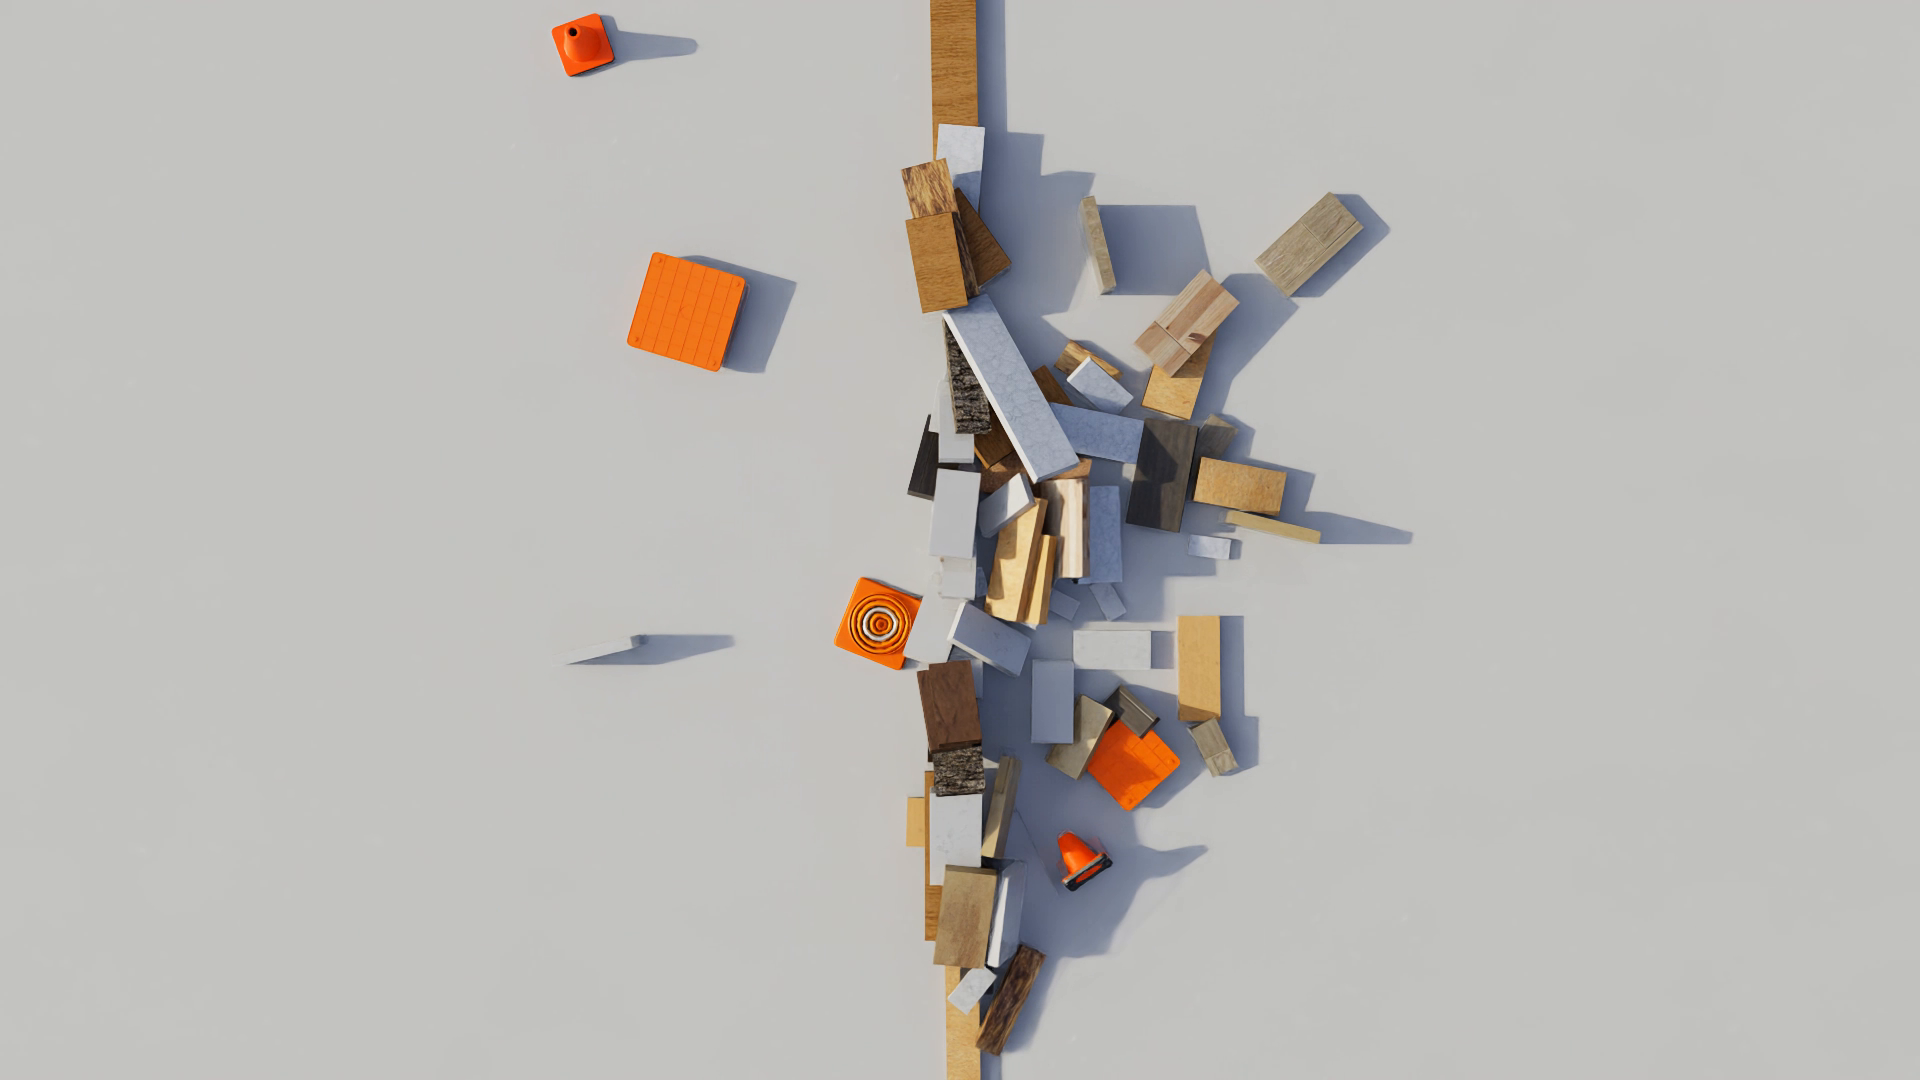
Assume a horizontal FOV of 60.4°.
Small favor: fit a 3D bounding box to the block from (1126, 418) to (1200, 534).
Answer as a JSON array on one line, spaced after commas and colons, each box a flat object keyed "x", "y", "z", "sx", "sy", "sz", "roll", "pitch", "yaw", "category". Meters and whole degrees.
[{"x": 0.670, "y": -0.214, "z": 5.456, "sx": 0.177, "sy": 0.050, "sz": 0.354, "roll": 11, "pitch": 90, "yaw": 13, "category": "block"}]

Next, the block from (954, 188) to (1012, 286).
[{"x": 0.022, "y": -0.988, "z": 5.410, "sx": 0.150, "sy": 0.042, "sz": 0.300, "roll": -35, "pitch": 101, "yaw": 9, "category": "block"}]

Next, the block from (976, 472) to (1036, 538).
[{"x": 0.145, "y": -0.112, "z": 5.399, "sx": 0.225, "sy": 0.032, "sz": 0.112, "roll": -37, "pitch": 58, "yaw": 35, "category": "block"}]

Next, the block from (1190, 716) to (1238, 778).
[{"x": 0.841, "y": 0.686, "z": 5.467, "sx": 0.091, "sy": 0.026, "sz": 0.183, "roll": -25, "pitch": 101, "yaw": 5, "category": "block"}]

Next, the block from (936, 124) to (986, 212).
[{"x": -0.005, "y": -1.210, "z": 5.436, "sx": 0.151, "sy": 0.043, "sz": 0.302, "roll": 5, "pitch": 90, "yaw": 0, "category": "block"}]

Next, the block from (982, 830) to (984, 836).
[{"x": -0.003, "y": 0.940, "z": 5.455, "sx": 0.161, "sy": 0.023, "sz": 0.081, "roll": 44, "pitch": 91, "yaw": 1, "category": "block"}]

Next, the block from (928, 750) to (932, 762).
[{"x": -0.023, "y": 0.575, "z": 5.400, "sx": 0.157, "sy": 0.045, "sz": 0.315, "roll": 1, "pitch": 59, "yaw": 0, "category": "block"}]

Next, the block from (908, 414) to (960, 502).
[{"x": -0.071, "y": -0.266, "z": 5.431, "sx": 0.140, "sy": 0.040, "sz": 0.281, "roll": 14, "pitch": 69, "yaw": 0, "category": "block"}]

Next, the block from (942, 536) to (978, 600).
[{"x": -0.001, "y": 0.089, "z": 5.378, "sx": 0.106, "sy": 0.030, "sz": 0.212, "roll": 3, "pitch": 71, "yaw": 0, "category": "block"}]

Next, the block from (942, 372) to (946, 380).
[{"x": -0.028, "y": -0.466, "z": 5.466, "sx": 0.085, "sy": 0.024, "sz": 0.169, "roll": 12, "pitch": 75, "yaw": -1, "category": "block"}]

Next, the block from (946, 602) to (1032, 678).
[{"x": 0.097, "y": 0.328, "z": 5.407, "sx": 0.273, "sy": 0.039, "sz": 0.136, "roll": 31, "pitch": 63, "yaw": -21, "category": "block"}]

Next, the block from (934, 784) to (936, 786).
[{"x": -0.036, "y": 0.732, "z": 5.405, "sx": 0.095, "sy": 0.027, "sz": 0.191, "roll": 1, "pitch": 46, "yaw": 0, "category": "block"}]

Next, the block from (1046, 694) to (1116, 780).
[{"x": 0.398, "y": 0.652, "z": 5.454, "sx": 0.127, "sy": 0.036, "sz": 0.255, "roll": 27, "pitch": 90, "yaw": 28, "category": "block"}]

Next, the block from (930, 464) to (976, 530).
[{"x": -0.022, "y": -0.116, "z": 5.422, "sx": 0.140, "sy": 0.040, "sz": 0.281, "roll": 2, "pitch": 65, "yaw": 0, "category": "block"}]

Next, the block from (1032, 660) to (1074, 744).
[{"x": 0.306, "y": 0.536, "z": 5.452, "sx": 0.135, "sy": 0.038, "sz": 0.270, "roll": 1, "pitch": 77, "yaw": 0, "category": "block"}]

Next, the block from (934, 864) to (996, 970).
[{"x": 0.015, "y": 1.220, "z": 5.337, "sx": 0.165, "sy": 0.047, "sz": 0.330, "roll": 7, "pitch": 103, "yaw": -3, "category": "block"}]

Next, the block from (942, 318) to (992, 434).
[{"x": 0.020, "y": -0.541, "z": 5.391, "sx": 0.113, "sy": 0.032, "sz": 0.418, "roll": -1, "pitch": 66, "yaw": -15, "category": "block"}]

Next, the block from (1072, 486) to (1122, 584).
[{"x": 0.448, "y": -0.018, "z": 5.438, "sx": 0.159, "sy": 0.045, "sz": 0.318, "roll": -2, "pitch": 91, "yaw": -19, "category": "block"}]

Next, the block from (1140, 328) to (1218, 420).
[{"x": 0.730, "y": -0.581, "z": 5.477, "sx": 0.165, "sy": 0.047, "sz": 0.330, "roll": 17, "pitch": 90, "yaw": 0, "category": "block"}]

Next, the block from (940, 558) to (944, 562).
[{"x": -0.009, "y": -0.032, "z": 5.451, "sx": 0.106, "sy": 0.030, "sz": 0.212, "roll": 2, "pitch": 71, "yaw": 0, "category": "block"}]

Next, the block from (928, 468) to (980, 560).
[{"x": -0.017, "y": -0.083, "z": 5.336, "sx": 0.140, "sy": 0.040, "sz": 0.281, "roll": 6, "pitch": 82, "yaw": 0, "category": "block"}]

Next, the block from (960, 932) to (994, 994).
[{"x": 0.055, "y": 1.387, "z": 5.453, "sx": 0.111, "sy": 0.031, "sz": 0.222, "roll": 0, "pitch": 90, "yaw": 0, "category": "block"}]

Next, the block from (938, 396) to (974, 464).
[{"x": -0.012, "y": -0.358, "z": 5.347, "sx": 0.112, "sy": 0.032, "sz": 0.225, "roll": 1, "pitch": 66, "yaw": -3, "category": "block"}]

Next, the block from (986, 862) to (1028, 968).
[{"x": 0.152, "y": 1.224, "z": 5.396, "sx": 0.043, "sy": 0.153, "sz": 0.307, "roll": 11, "pitch": 101, "yaw": 25, "category": "block"}]

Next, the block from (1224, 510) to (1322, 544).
[{"x": 1.027, "y": -0.041, "z": 5.427, "sx": 0.292, "sy": 0.146, "sz": 0.041, "roll": 14, "pitch": 90, "yaw": 0, "category": "block"}]

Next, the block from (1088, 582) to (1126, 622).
[{"x": 0.491, "y": 0.196, "z": 5.490, "sx": 0.068, "sy": 0.019, "sz": 0.137, "roll": -30, "pitch": 90, "yaw": 0, "category": "block"}]

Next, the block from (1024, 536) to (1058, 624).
[{"x": 0.233, "y": 0.126, "z": 5.386, "sx": 0.144, "sy": 0.041, "sz": 0.288, "roll": 5, "pitch": 86, "yaw": 43, "category": "block"}]

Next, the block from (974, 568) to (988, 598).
[{"x": 0.064, "y": 0.141, "z": 5.451, "sx": 0.047, "sy": 0.013, "sz": 0.094, "roll": -16, "pitch": 77, "yaw": -7, "category": "block"}]

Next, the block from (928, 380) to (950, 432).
[{"x": -0.046, "y": -0.434, "z": 5.420, "sx": 0.085, "sy": 0.024, "sz": 0.169, "roll": 11, "pitch": 91, "yaw": -1, "category": "block"}]

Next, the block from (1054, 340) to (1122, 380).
[{"x": 0.427, "y": -0.566, "z": 5.485, "sx": 0.208, "sy": 0.029, "sz": 0.104, "roll": 33, "pitch": 90, "yaw": 0, "category": "block"}]

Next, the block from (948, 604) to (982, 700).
[{"x": -0.005, "y": 0.369, "z": 5.430, "sx": 0.157, "sy": 0.045, "sz": 0.315, "roll": 0, "pitch": 72, "yaw": 0, "category": "block"}]

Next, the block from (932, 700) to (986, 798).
[{"x": -0.011, "y": 0.664, "z": 5.295, "sx": 0.157, "sy": 0.045, "sz": 0.315, "roll": -4, "pitch": 59, "yaw": -3, "category": "block"}]

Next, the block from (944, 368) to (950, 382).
[{"x": -0.004, "y": -0.552, "z": 5.465, "sx": 0.085, "sy": 0.024, "sz": 0.169, "roll": 13, "pitch": 75, "yaw": -1, "category": "block"}]

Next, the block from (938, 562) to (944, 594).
[{"x": -0.012, "y": 0.079, "z": 5.445, "sx": 0.106, "sy": 0.030, "sz": 0.212, "roll": 4, "pitch": 69, "yaw": 1, "category": "block"}]
